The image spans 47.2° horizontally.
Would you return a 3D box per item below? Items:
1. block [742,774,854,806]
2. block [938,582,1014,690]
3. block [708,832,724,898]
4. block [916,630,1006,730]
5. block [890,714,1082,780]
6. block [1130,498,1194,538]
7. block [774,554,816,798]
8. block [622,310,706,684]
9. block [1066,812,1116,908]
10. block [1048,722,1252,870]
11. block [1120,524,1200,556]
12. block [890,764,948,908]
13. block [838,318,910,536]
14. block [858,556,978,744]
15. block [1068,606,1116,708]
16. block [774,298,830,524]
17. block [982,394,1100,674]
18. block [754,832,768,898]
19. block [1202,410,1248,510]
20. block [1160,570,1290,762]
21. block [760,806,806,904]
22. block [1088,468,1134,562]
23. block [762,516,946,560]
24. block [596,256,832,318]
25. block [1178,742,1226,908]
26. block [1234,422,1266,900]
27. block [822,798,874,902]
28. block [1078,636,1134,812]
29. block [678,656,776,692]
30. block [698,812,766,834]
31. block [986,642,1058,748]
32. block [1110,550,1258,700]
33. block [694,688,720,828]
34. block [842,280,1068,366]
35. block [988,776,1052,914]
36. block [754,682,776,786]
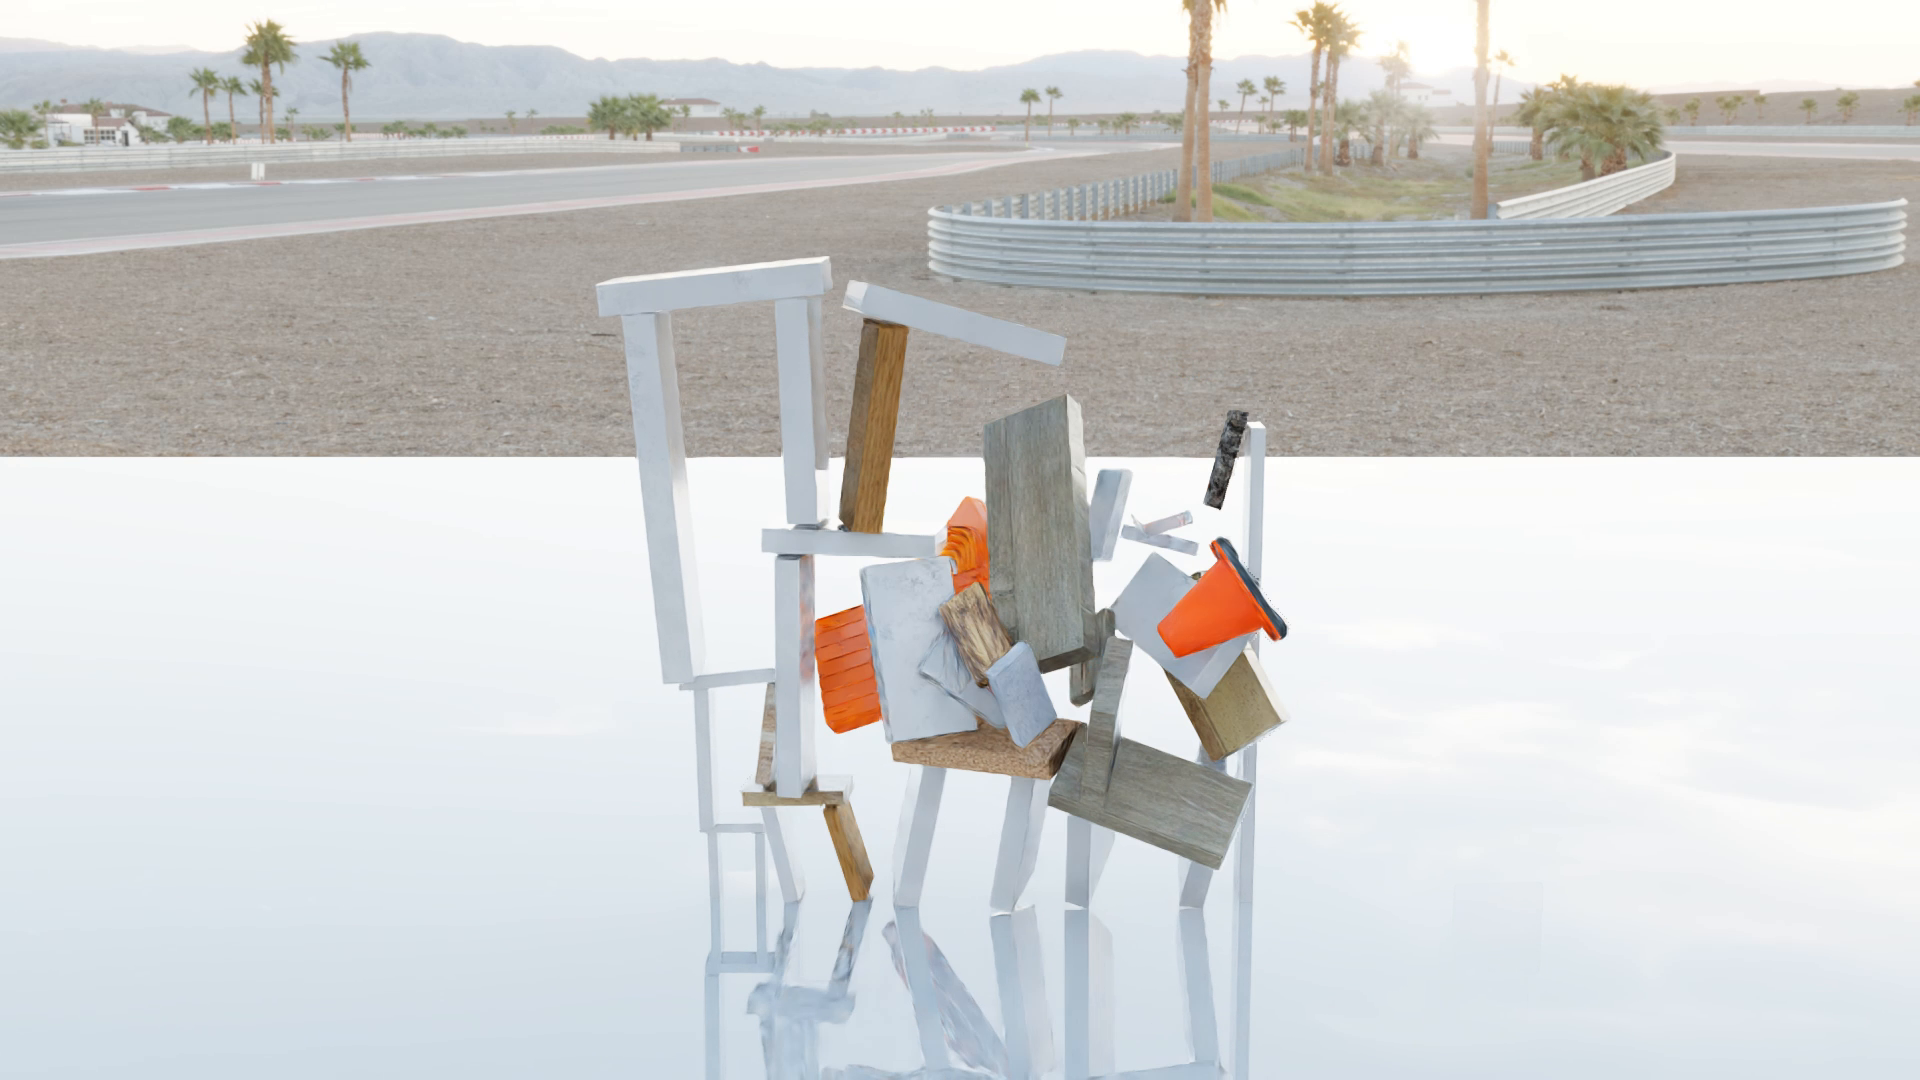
[{"bbox_3d":[-0.266,0.411,3.616,0.169,0.024,0.085,-2,12,9],"label":"block"},{"bbox_3d":[0.031,0.146,3.380,0.076,0.152,0.022,-35,-33,13],"label":"block"},{"bbox_3d":[-0.407,0.534,3.661,0.016,0.113,0.057,-1,11,1],"label":"block"},{"bbox_3d":[0.018,0.218,3.422,0.163,0.076,0.022,36,-22,-12],"label":"block"},{"bbox_3d":[0.042,0.318,3.481,0.271,0.038,0.135,4,23,25],"label":"block"},{"bbox_3d":[0.310,-0.036,3.385,0.075,0.021,0.149,-18,9,0],"label":"block"},{"bbox_3d":[-0.266,0.208,3.564,0.039,0.392,0.138,2,13,6],"label":"block"},{"bbox_3d":[-0.474,-0.076,3.543,0.050,0.590,0.175,-5,10,1],"label":"block"},{"bbox_3d":[0.212,0.457,3.537,0.040,0.281,0.140,15,52,14],"label":"block"},{"bbox_3d":[0.292,0.392,3.381,0.281,0.040,0.140,19,54,14],"label":"block"},{"bbox_3d":[0.319,0.001,3.498,0.080,0.023,0.160,14,1,23],"label":"block"},{"bbox_3d":[-0.068,0.451,3.622,0.038,0.271,0.135,9,18,-9],"label":"block"},{"bbox_3d":[-0.138,-0.181,3.454,0.046,0.324,0.162,6,7,-12],"label":"block"},{"bbox_3d":[-0.066,0.171,3.436,0.138,0.276,0.039,-7,-8,-19],"label":"block"},{"bbox_3d":[0.205,0.181,3.409,0.021,0.149,0.075,35,-49,-30],"label":"block"},{"bbox_3d":[-0.249,-0.208,3.500,0.050,0.350,0.175,-2,6,4],"label":"block"},{"bbox_3d":[0.125,-0.005,3.487,0.162,0.454,0.046,-19,-33,28],"label":"block"},{"bbox_3d":[-0.330,0.534,3.661,0.016,0.113,0.057,0,11,0],"label":"block"},{"bbox_3d":[0.427,-0.130,3.541,0.023,0.160,0.080,15,3,-1],"label":"block"},{"bbox_3d":[0.391,0.196,3.434,0.134,0.268,0.038,-35,-16,26],"label":"block"},{"bbox_3d":[-0.292,0.506,3.648,0.024,0.169,0.085,-12,11,7],"label":"block"},{"bbox_3d":[0.229,-0.039,3.465,0.021,0.149,0.075,18,-9,-26],"label":"block"},{"bbox_3d":[-0.167,-0.004,3.504,0.276,0.039,0.138,2,8,6],"label":"block"},{"bbox_3d":[-0.384,-0.402,3.480,0.350,0.050,0.175,-6,10,2],"label":"block"},{"bbox_3d":[0.388,0.460,3.534,0.040,0.281,0.140,4,52,-1],"label":"block"},{"bbox_3d":[0.473,0.202,3.602,0.023,0.787,0.080,0,11,0],"label":"block"},{"bbox_3d":[-0.184,0.504,3.641,0.024,0.169,0.085,-14,16,12],"label":"block"},{"bbox_3d":[0.217,0.276,3.274,0.038,0.268,0.134,12,53,7],"label":"block"},{"bbox_3d":[-0.370,0.217,3.594,0.168,0.024,0.084,-6,10,5],"label":"block"},{"bbox_3d":[-0.372,0.469,3.649,0.113,0.016,0.057,-1,11,2],"label":"block"},{"bbox_3d":[0.094,0.235,3.331,0.076,0.152,0.022,-40,40,-24],"label":"block"},{"bbox_3d":[0.334,0.126,3.359,0.038,0.134,0.268,36,2,-34],"label":"block"},{"bbox_3d":[-0.416,0.349,3.620,0.024,0.232,0.084,-1,11,1],"label":"block"},{"bbox_3d":[-0.010,-0.339,3.431,0.324,0.046,0.162,14,5,-14],"label":"block"},{"bbox_3d":[0.105,0.456,3.578,0.038,0.271,0.135,15,27,13],"label":"block"},{"bbox_3d":[-0.309,0.309,3.601,0.024,0.168,0.084,8,8,2],"label":"block"}]
